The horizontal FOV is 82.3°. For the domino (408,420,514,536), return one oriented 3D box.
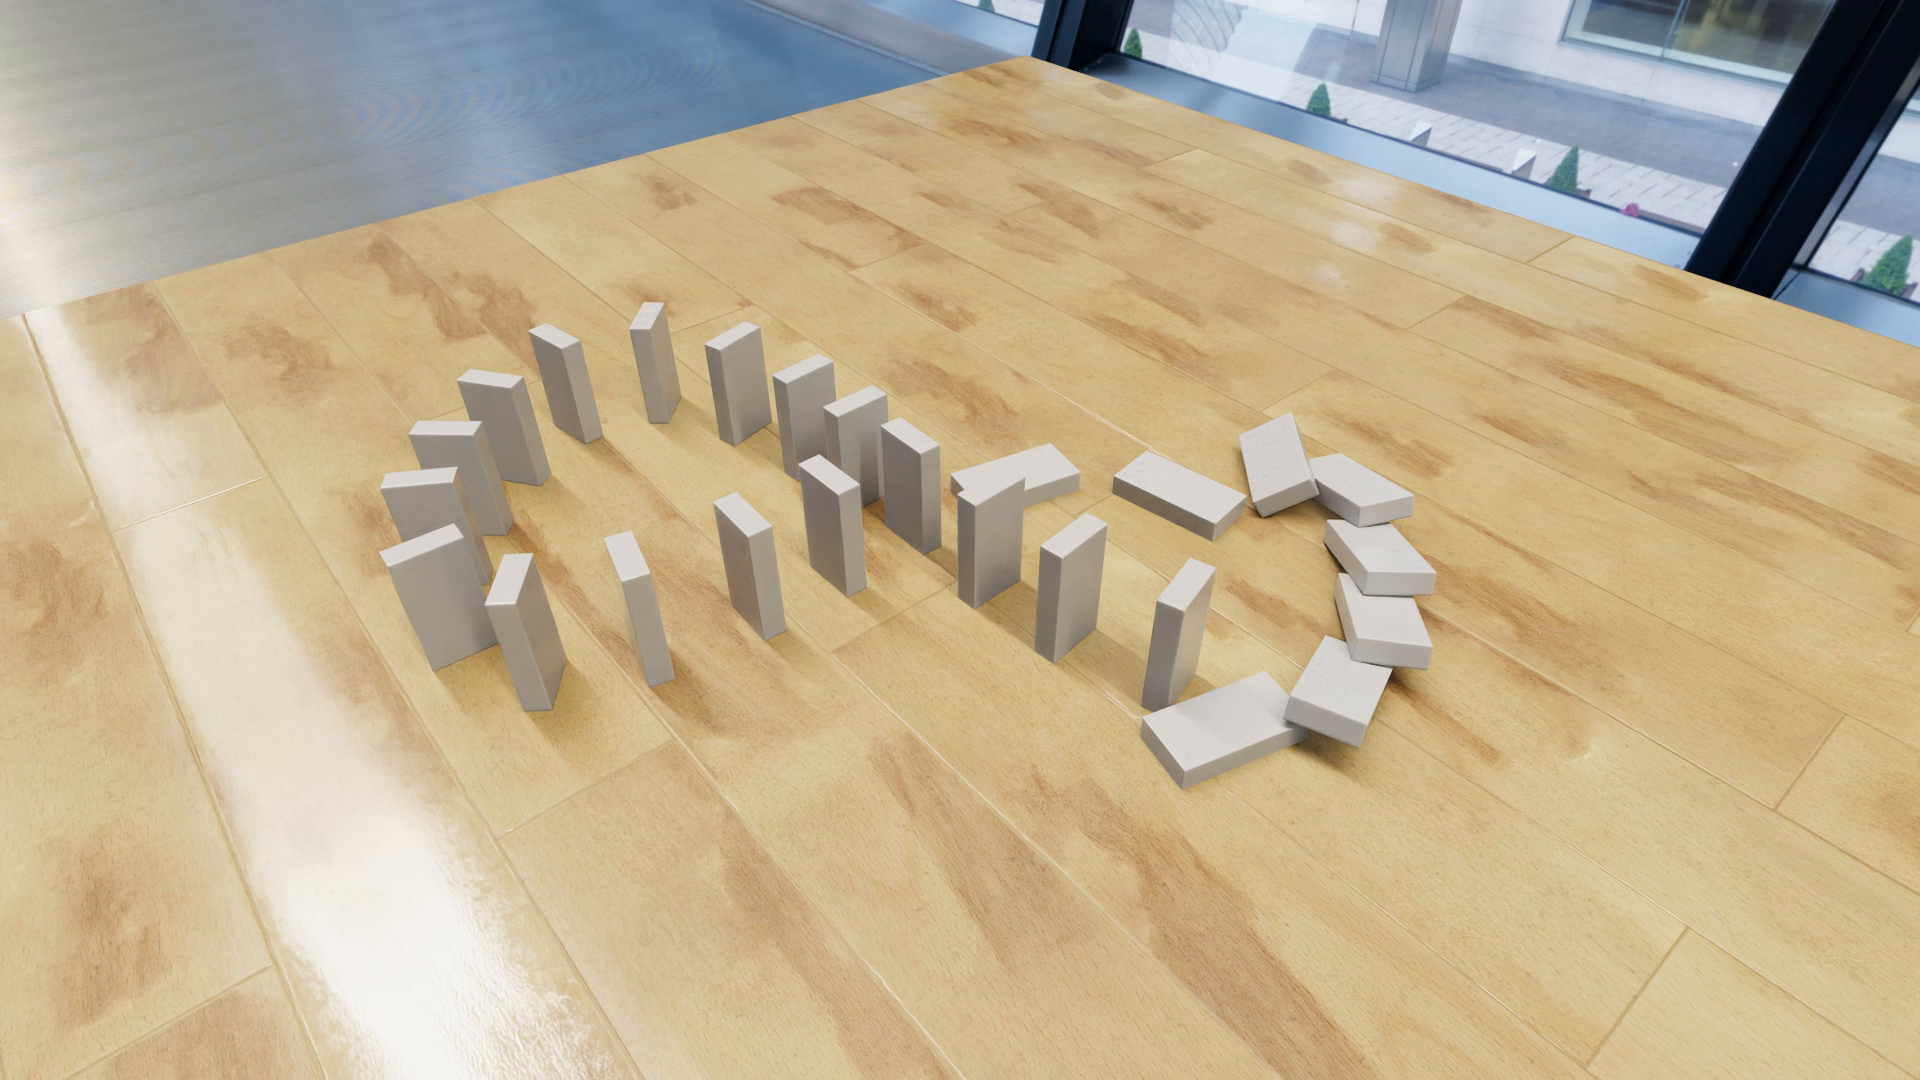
[{"bbox_3d":[-0.199,-0.024,0.441,0.025,0.050,0.009,1,39,1],"label":"domino"}]

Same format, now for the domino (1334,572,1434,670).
[{"bbox_3d":[0.153,0.029,0.399,0.025,0.009,0.050,7,26,8],"label":"domino"}]

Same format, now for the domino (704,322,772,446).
[{"bbox_3d":[-0.100,-0.070,0.497,0.010,0.050,0.025,24,45,26],"label":"domino"}]

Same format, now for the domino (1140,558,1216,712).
[{"bbox_3d":[0.073,0.033,0.371,0.009,0.050,0.025,23,45,25],"label":"domino"}]

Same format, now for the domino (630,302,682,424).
[{"bbox_3d":[-0.141,-0.082,0.512,0.009,0.050,0.025,1,39,2],"label":"domino"}]

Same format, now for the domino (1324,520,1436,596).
[{"bbox_3d":[0.161,0.006,0.425,0.025,0.009,0.050,1,23,0],"label":"domino"}]

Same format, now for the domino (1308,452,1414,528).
[{"bbox_3d":[0.163,-0.022,0.461,0.025,0.009,0.050,-11,27,-14],"label":"domino"}]

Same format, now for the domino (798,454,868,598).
[{"bbox_3d":[-0.048,-0.005,0.417,0.010,0.050,0.025,-29,47,-31],"label":"domino"}]

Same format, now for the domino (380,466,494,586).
[{"bbox_3d":[-0.197,-0.003,0.416,0.025,0.050,0.010,-6,40,-7],"label":"domino"}]

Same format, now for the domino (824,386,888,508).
[{"bbox_3d":[-0.042,-0.037,0.456,0.025,0.050,0.009,-30,48,-31],"label":"domino"}]

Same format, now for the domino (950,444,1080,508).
[{"bbox_3d":[0.024,-0.025,0.474,0.050,0.009,0.025,-18,43,-21],"label":"domino"}]

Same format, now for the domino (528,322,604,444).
[{"bbox_3d":[-0.178,-0.070,0.497,0.025,0.050,0.010,27,47,29],"label":"domino"}]

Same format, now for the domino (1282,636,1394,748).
[{"bbox_3d":[0.129,0.050,0.372,0.025,0.010,0.050,20,28,24],"label":"domino"}]

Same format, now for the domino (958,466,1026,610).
[{"bbox_3d":[0.011,0.000,0.412,0.025,0.050,0.009,-31,48,-32],"label":"domino"}]

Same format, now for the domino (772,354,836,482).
[{"bbox_3d":[-0.066,-0.053,0.476,0.009,0.050,0.025,32,49,33],"label":"domino"}]

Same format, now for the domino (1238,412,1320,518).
[{"bbox_3d":[0.137,-0.033,0.474,0.025,0.010,0.050,-24,33,23],"label":"domino"}]

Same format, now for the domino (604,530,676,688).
[{"bbox_3d":[-0.111,0.024,0.382,0.010,0.050,0.025,-18,43,-21],"label":"domino"}]

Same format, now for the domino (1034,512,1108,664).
[{"bbox_3d":[0.039,0.017,0.390,0.010,0.050,0.025,30,48,32],"label":"domino"}]

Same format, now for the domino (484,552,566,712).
[{"bbox_3d":[-0.146,0.032,0.373,0.010,0.050,0.025,-3,39,-3],"label":"domino"}]

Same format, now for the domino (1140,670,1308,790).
[{"bbox_3d":[0.088,0.063,0.367,0.050,0.009,0.025,-16,42,-19],"label":"domino"}]

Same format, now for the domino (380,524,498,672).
[{"bbox_3d":[-0.181,0.021,0.386,0.025,0.050,0.010,-27,46,-29],"label":"domino"}]

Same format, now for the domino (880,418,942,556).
[{"bbox_3d":[-0.019,-0.021,0.437,0.009,0.050,0.025,-28,47,-30],"label":"domino"}]

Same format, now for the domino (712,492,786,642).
[{"bbox_3d":[-0.076,0.010,0.399,0.009,0.050,0.025,-26,46,-29],"label":"domino"}]

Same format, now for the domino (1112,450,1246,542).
[{"bbox_3d":[0.093,-0.019,0.467,0.050,0.009,0.025,29,47,31],"label":"domino"}]

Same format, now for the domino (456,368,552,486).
[{"bbox_3d":[-0.194,-0.047,0.469,0.025,0.050,0.010,9,40,11],"label":"domino"}]
